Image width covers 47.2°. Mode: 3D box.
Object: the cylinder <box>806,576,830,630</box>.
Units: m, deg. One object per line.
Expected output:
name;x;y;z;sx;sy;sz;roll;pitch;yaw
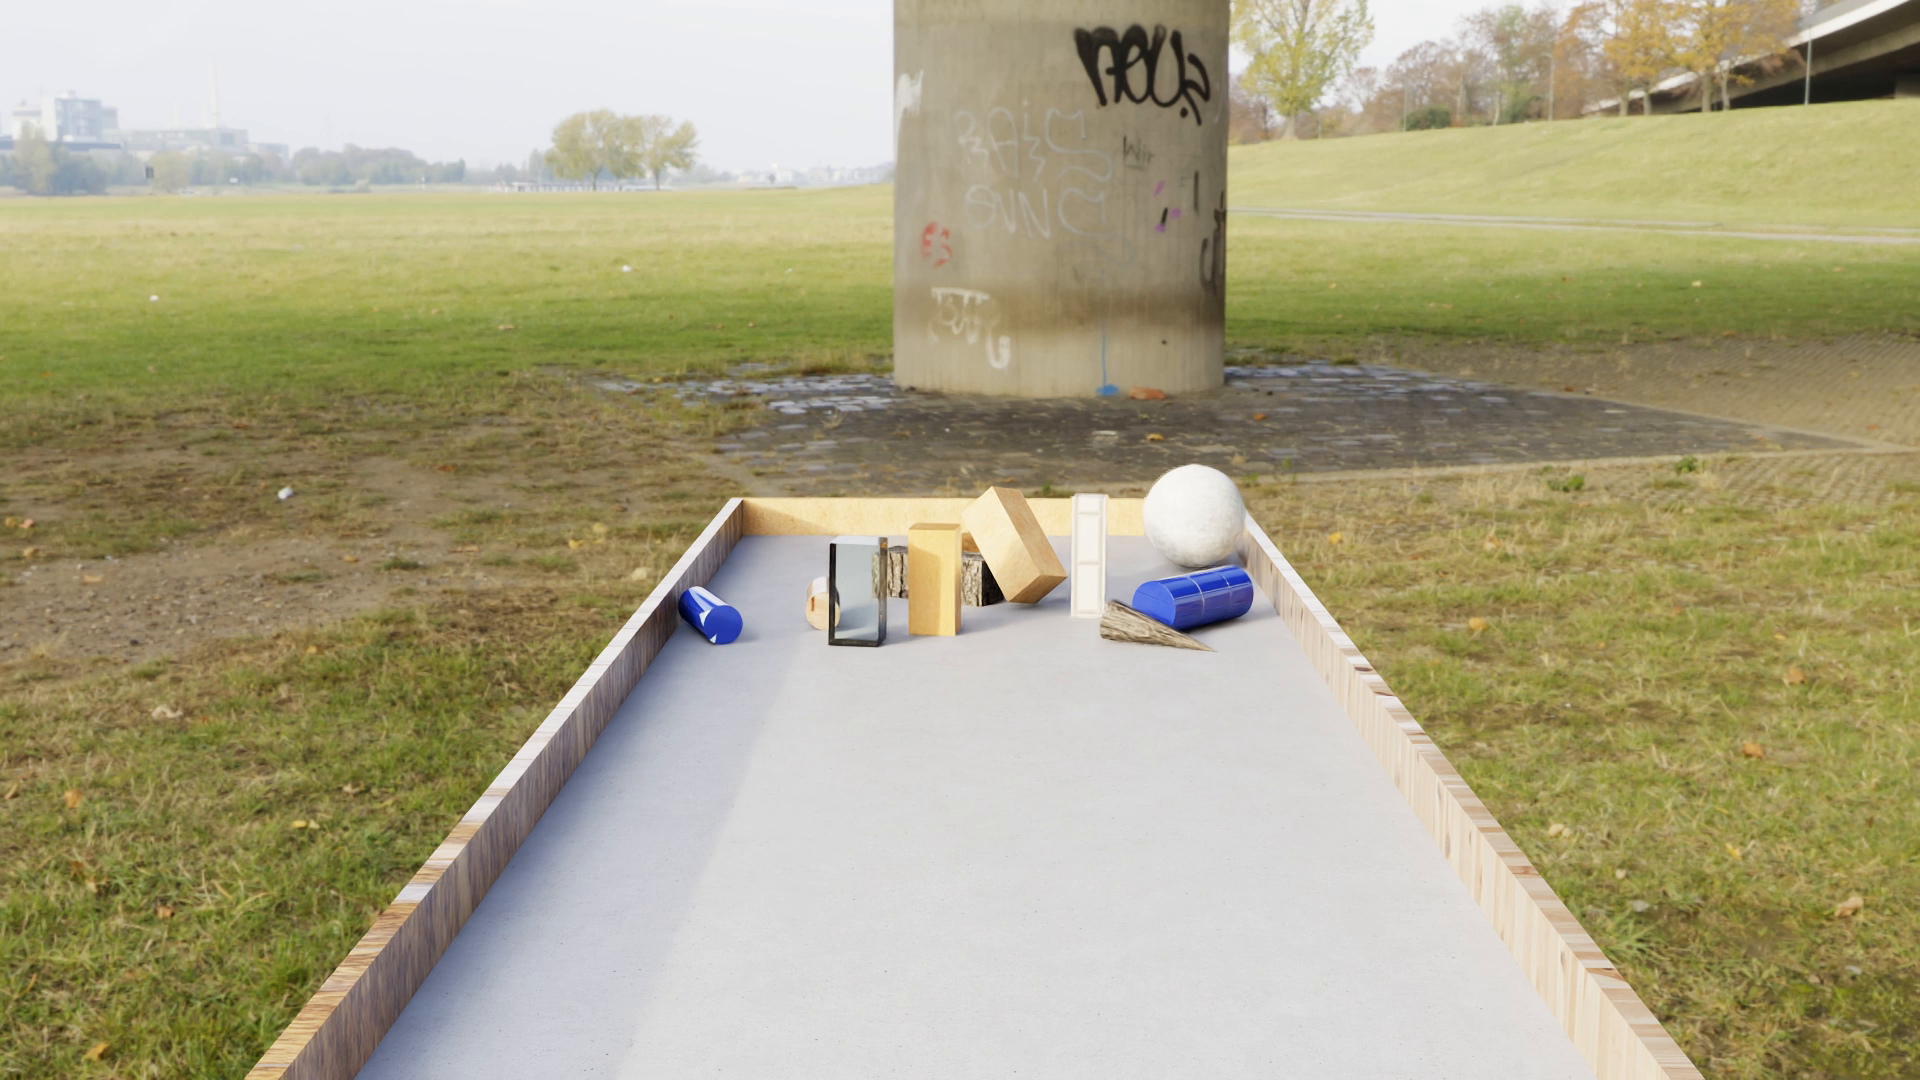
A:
cylinder;-0.450;0.208;7.303;0.123;0.123;0.302;-1;9;-3

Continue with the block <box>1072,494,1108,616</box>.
block;0.436;0.051;7.393;0.111;0.400;0.111;1;7;8

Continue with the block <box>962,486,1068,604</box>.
block;0.187;0.018;7.586;0.163;0.371;0.163;-41;-26;28

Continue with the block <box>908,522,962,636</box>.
block;-0.081;0.126;7.118;0.150;0.343;0.150;1;9;8

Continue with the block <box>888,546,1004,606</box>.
block;-0.075;0.124;7.719;0.432;0.159;0.159;5;10;29

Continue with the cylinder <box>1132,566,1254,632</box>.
cylinder;0.765;0.196;7.204;0.177;0.177;0.420;8;12;43

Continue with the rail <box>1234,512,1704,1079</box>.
rail;1.046;0.843;3.208;0.050;0.150;12.000;0;9;1

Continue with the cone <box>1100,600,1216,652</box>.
cone;0.640;0.300;6.910;0.388;0.129;0.129;16;16;29

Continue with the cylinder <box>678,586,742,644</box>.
cylinder;-0.806;0.241;7.083;0.126;0.126;0.350;-3;10;-20

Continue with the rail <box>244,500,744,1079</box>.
rail;-1.004;0.839;3.234;0.050;0.150;12.000;0;9;1

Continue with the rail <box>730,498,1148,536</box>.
rail;0.099;-0.098;9.147;2.100;0.150;0.050;0;9;1

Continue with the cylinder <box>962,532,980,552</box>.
cylinder;0.023;0.043;8.265;0.332;0.147;0.147;-8;12;-41

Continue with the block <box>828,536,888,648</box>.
block;-0.321;0.161;6.945;0.157;0.325;0.157;3;9;8

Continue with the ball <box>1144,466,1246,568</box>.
ball;0.890;-0.090;8.342;0.387;0.387;0.387;0;9;0
